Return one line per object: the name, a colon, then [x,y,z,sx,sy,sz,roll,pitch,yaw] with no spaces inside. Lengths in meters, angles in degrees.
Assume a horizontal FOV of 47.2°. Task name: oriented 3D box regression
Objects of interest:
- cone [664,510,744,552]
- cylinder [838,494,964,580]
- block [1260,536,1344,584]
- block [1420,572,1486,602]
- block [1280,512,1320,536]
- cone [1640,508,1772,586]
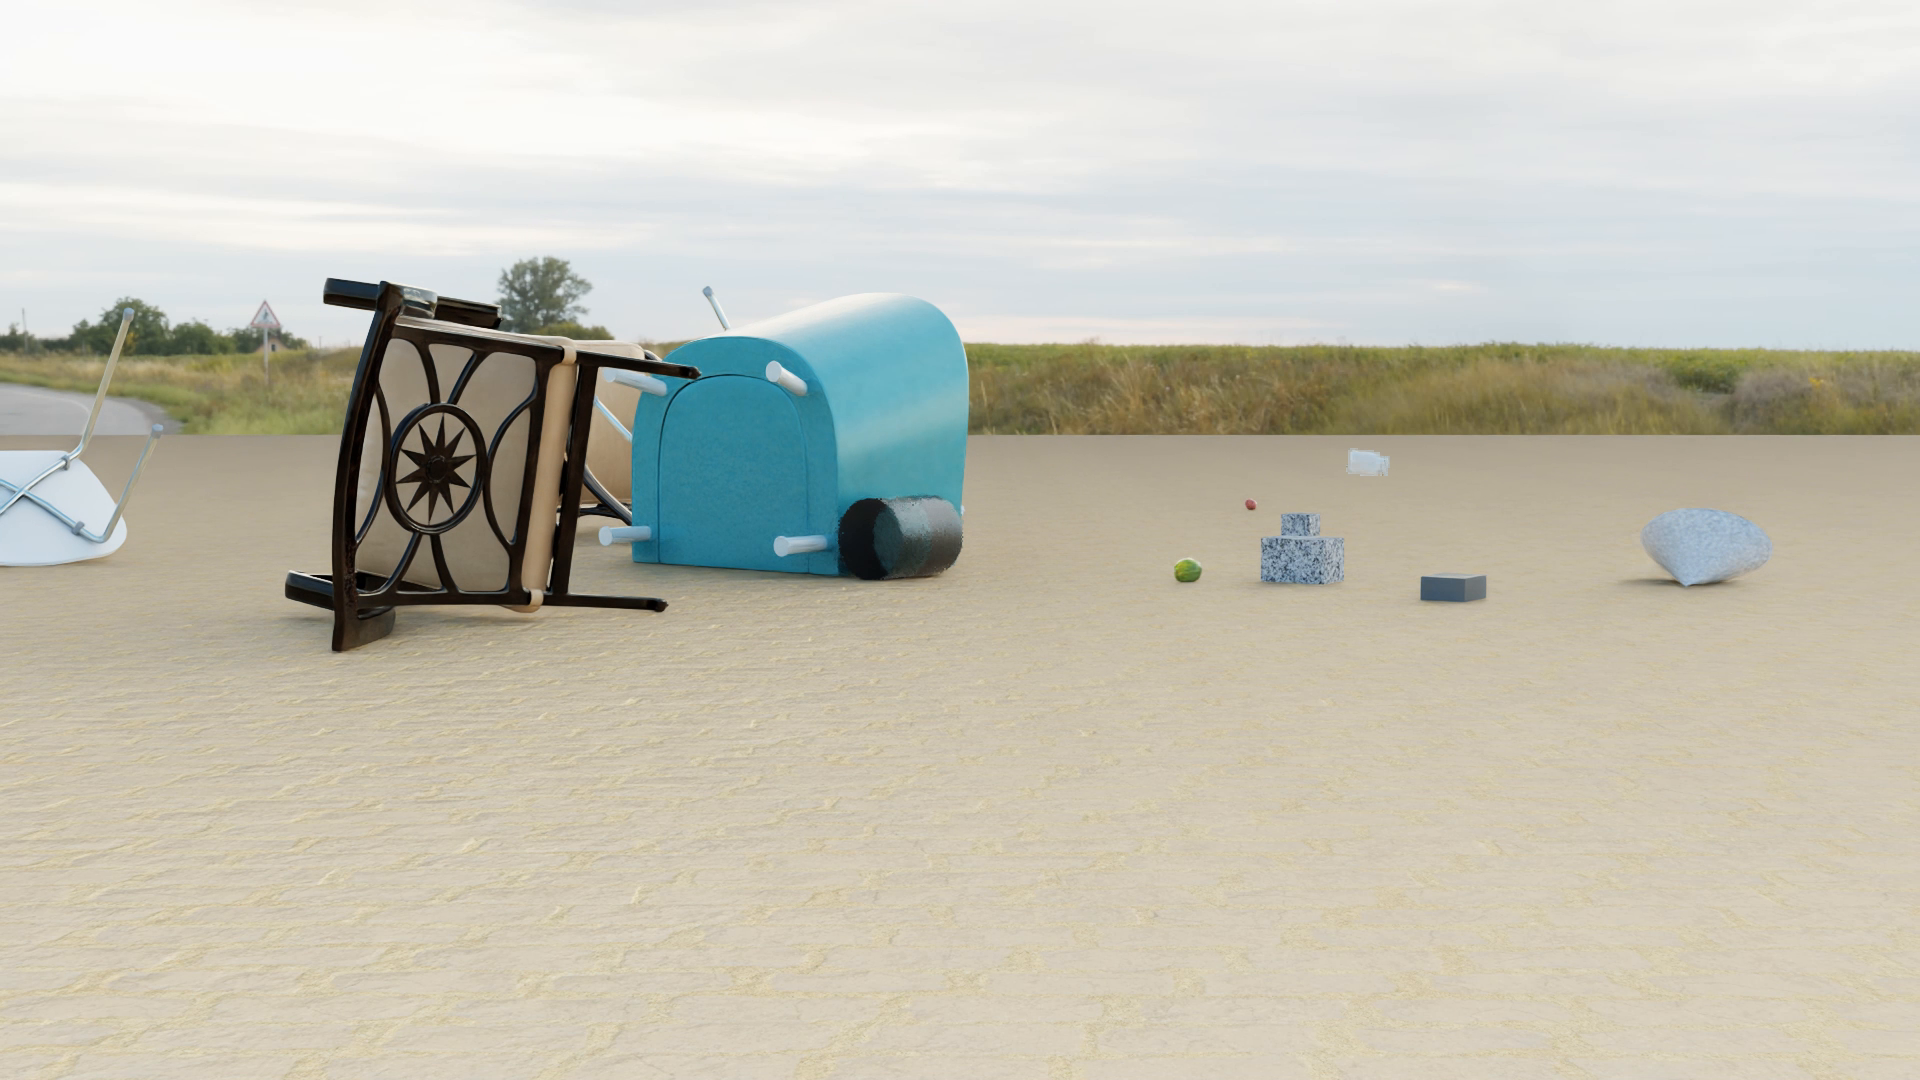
cone: [-0.765,-0.005,6.187,0.195,0.118,0.295,-10,-2,-38]
cylinder: [-0.140,-0.007,5.241,0.201,0.192,0.223,-20,-10,38]
block: [0.801,0.045,5.141,0.160,0.102,0.111,3,5,34]
block: [1.057,0.101,4.709,0.099,0.050,0.121,3,5,35]
block: [1.043,-0.047,6.732,0.091,0.068,0.095,2,5,29]
cone: [1.695,0.058,5.067,0.299,0.197,0.187,4,33,32]
